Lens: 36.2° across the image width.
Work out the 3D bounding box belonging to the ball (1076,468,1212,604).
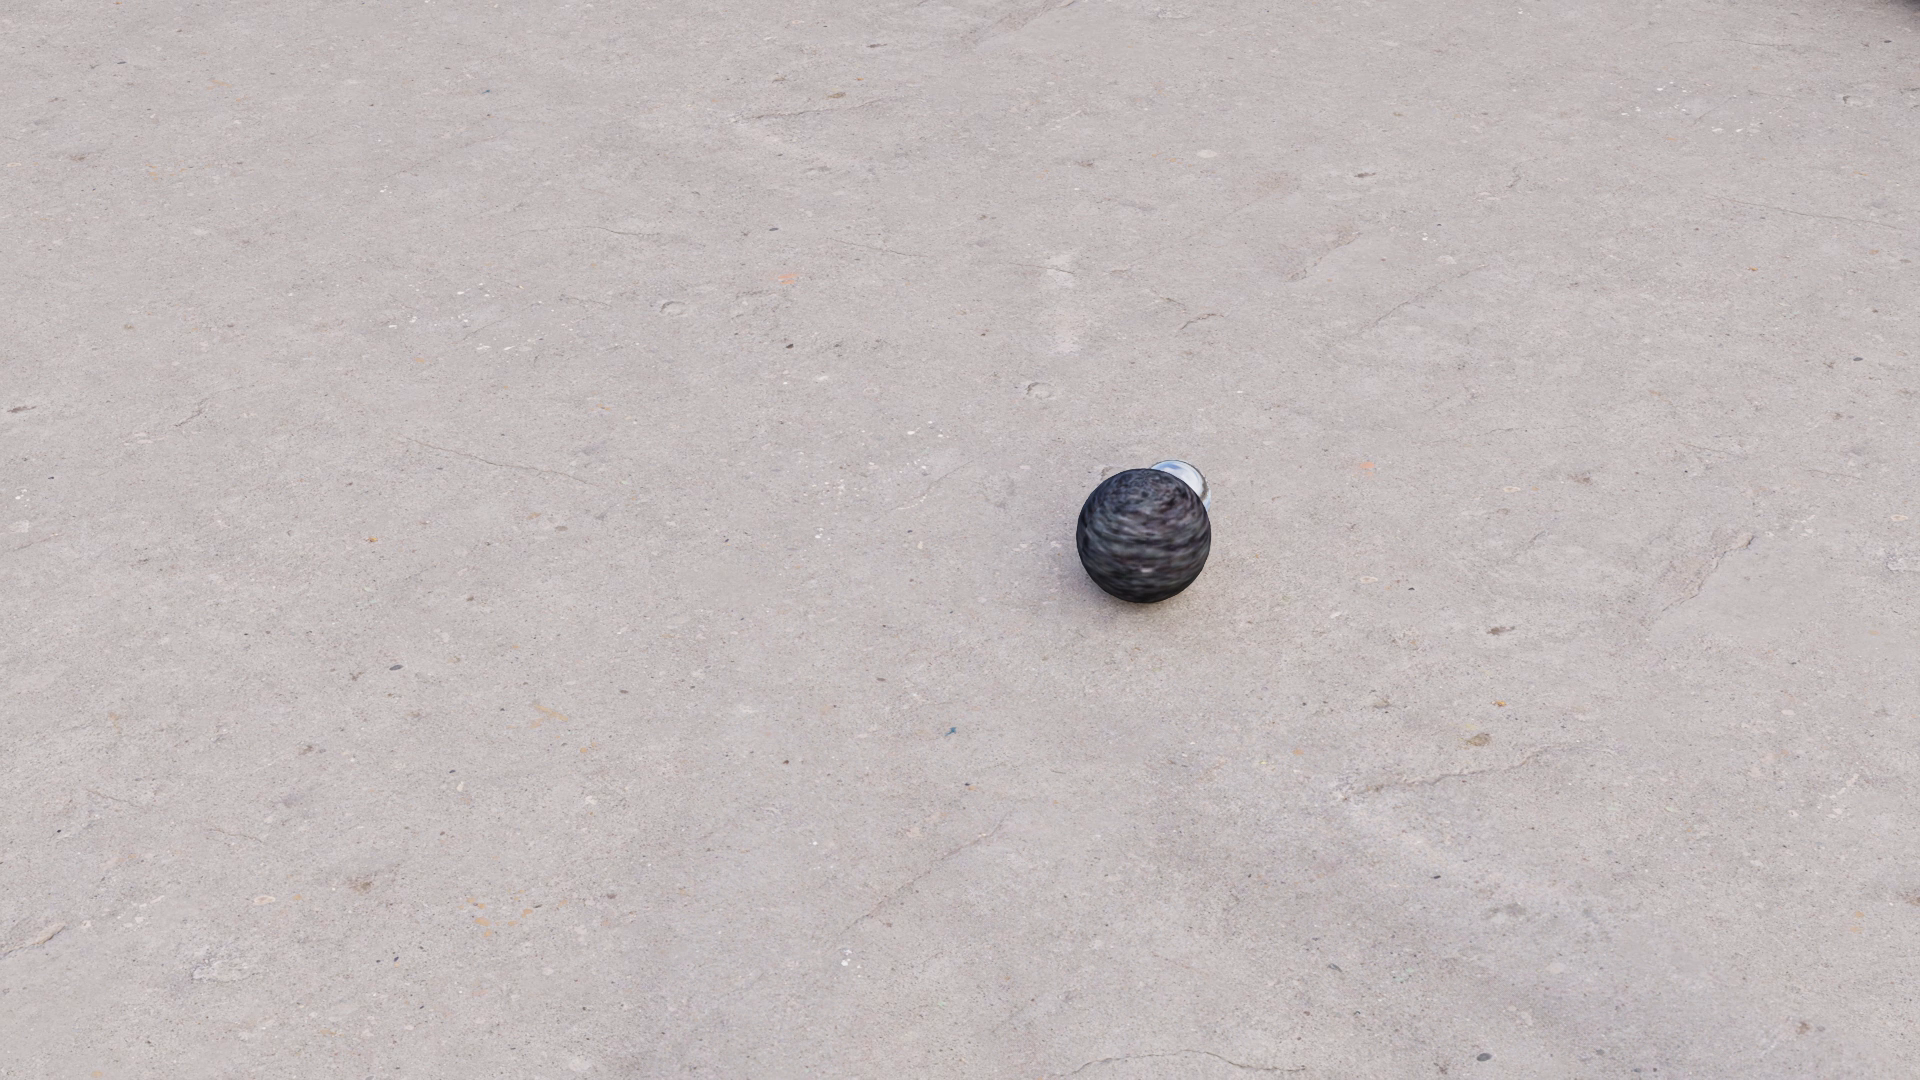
[{"bbox_3d":[0.107,-0.002,1.707,0.079,0.079,0.079,0,31,0],"label":"ball"}]

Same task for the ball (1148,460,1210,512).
[{"bbox_3d":[0.128,-0.026,1.778,0.046,0.046,0.046,0,31,0],"label":"ball"}]
